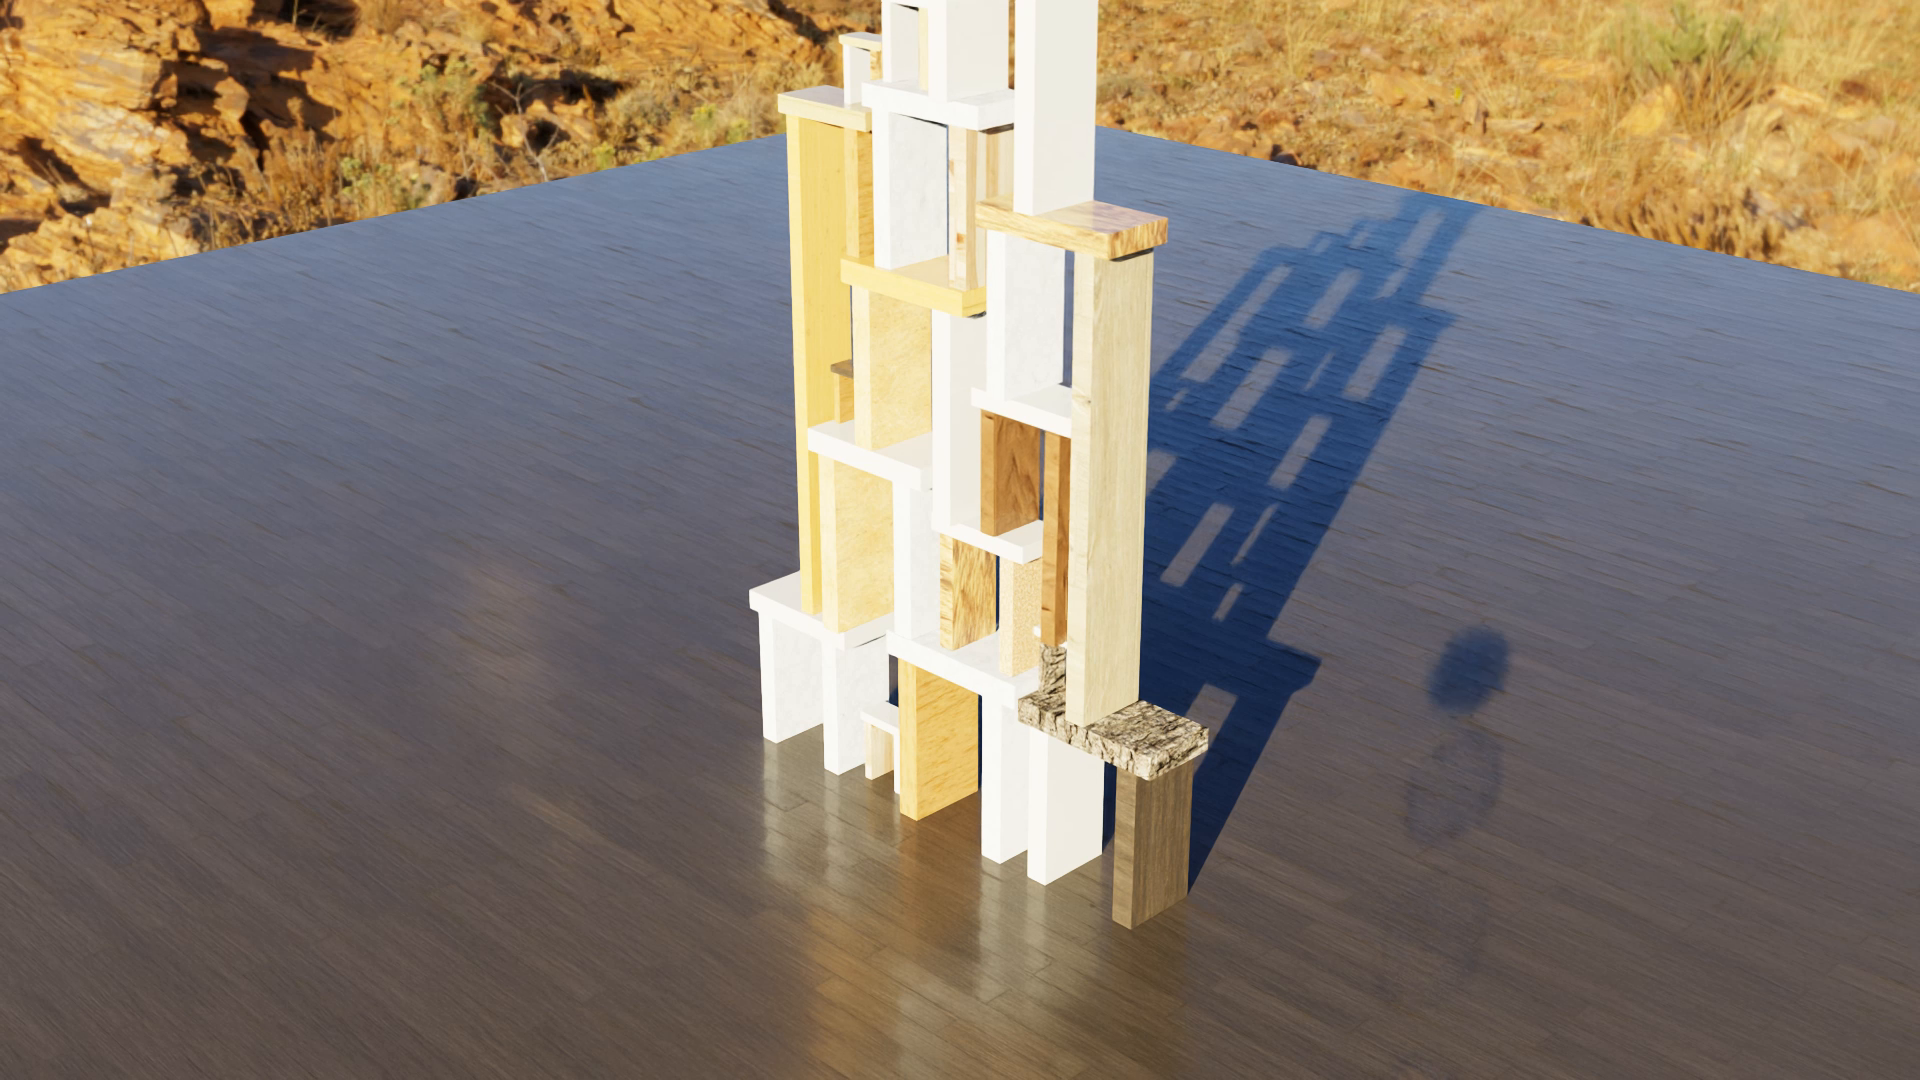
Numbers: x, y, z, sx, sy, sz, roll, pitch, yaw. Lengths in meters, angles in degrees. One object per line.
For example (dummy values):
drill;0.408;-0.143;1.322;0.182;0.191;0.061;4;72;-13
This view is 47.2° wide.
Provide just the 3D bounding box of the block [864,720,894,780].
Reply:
block;-0.167;0.428;4.585;0.019;0.131;0.066;21;31;41

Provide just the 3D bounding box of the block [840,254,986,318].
block;-0.053;-0.484;4.070;0.160;0.045;0.320;-21;31;-41

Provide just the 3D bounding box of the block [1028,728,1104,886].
block;0.204;0.482;4.209;0.046;0.325;0.162;21;31;41

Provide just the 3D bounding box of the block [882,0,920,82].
block;-0.106;-0.901;3.956;0.072;0.143;0.020;-21;31;-41

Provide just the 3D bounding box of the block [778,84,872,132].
block;-0.215;-0.809;4.115;0.242;0.034;0.121;21;31;41

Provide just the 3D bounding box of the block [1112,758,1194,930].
block;0.357;0.542;4.068;0.046;0.325;0.162;21;31;41

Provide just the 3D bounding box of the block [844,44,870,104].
block;-0.189;-0.864;4.063;0.015;0.108;0.054;21;31;40

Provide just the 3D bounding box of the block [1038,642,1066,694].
block;0.174;0.228;4.130;0.056;0.112;0.016;-21;32;-40

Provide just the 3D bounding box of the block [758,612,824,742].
block;-0.357;0.274;4.735;0.042;0.297;0.148;21;31;41

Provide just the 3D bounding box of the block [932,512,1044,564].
block;0.072;-0.020;4.136;0.238;0.034;0.119;21;31;41

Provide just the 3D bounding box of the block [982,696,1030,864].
block;0.122;0.439;4.281;0.049;0.348;0.174;21;31;41

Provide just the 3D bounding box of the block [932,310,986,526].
block;0.022;-0.243;4.090;0.045;0.413;0.160;21;31;41

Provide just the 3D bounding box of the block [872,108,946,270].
block;-0.091;-0.657;4.046;0.146;0.292;0.041;-21;31;-41

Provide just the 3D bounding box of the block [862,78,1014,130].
block;-0.022;-0.784;3.918;0.293;0.041;0.146;21;31;41

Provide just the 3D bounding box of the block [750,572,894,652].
block;-0.287;0.145;4.604;0.149;0.042;0.297;-21;31;-41

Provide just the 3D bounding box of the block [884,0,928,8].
block;-0.073;-0.963;3.893;0.072;0.020;0.143;-21;31;-40

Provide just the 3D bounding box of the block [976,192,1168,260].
block;0.190;-0.547;3.782;0.306;0.043;0.153;21;31;41

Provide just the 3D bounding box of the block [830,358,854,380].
block;-0.200;-0.331;4.307;0.103;0.015;0.051;21;31;40

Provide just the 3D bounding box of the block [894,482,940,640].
block;-0.055;0.020;4.287;0.045;0.319;0.160;21;31;41

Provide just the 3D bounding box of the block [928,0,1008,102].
block;0.015;-0.927;3.806;0.044;0.310;0.155;21;31;40

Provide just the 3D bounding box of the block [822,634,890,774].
block;-0.217;0.329;4.606;0.042;0.297;0.148;21;31;41

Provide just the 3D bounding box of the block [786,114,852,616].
block;-0.272;-0.341;4.376;0.121;1.031;0.034;-21;31;-41

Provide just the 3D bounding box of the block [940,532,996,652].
block;0.016;0.084;4.240;0.034;0.238;0.119;21;31;41

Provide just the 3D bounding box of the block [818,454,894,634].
block;-0.206;-0.012;4.437;0.160;0.378;0.045;-21;31;-41

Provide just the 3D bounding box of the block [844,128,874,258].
block;-0.158;-0.659;4.117;0.034;0.242;0.121;21;31;41

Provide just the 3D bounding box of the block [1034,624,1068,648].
block;0.198;0.177;4.085;0.056;0.016;0.113;-21;31;-40

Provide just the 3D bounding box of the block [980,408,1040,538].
block;0.093;-0.139;4.060;0.122;0.244;0.035;-21;31;-41

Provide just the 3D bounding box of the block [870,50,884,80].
block;-0.138;-0.844;4.016;0.054;0.108;0.015;-21;31;-41

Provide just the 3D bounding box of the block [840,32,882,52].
block;-0.164;-0.911;4.015;0.108;0.015;0.054;21;31;40

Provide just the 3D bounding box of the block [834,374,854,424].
block;-0.224;-0.287;4.353;0.015;0.103;0.051;21;31;41

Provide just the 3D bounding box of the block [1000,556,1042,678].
block;0.128;0.127;4.137;0.119;0.238;0.034;-21;31;-41

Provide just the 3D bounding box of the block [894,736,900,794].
block;-0.105;0.452;4.528;0.019;0.131;0.066;21;31;41

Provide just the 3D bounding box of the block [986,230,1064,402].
block;0.117;-0.414;3.917;0.153;0.306;0.043;-21;31;-40

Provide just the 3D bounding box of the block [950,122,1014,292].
block;0.047;-0.603;3.920;0.041;0.292;0.146;21;31;40

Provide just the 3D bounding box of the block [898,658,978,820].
block;-0.042;0.374;4.433;0.049;0.348;0.174;21;31;41

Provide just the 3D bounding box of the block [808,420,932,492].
block;-0.130;-0.177;4.285;0.319;0.045;0.160;21;31;41

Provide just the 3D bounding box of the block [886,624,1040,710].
block;0.040;0.223;4.279;0.348;0.049;0.174;21;31;41

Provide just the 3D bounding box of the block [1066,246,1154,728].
block;0.263;-0.092;3.897;0.043;0.883;0.153;21;31;41

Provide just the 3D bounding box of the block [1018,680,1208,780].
block;0.280;0.341;4.066;0.325;0.046;0.162;21;31;41

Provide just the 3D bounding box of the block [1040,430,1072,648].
block;0.204;-0.015;3.988;0.122;0.414;0.035;-21;31;-41

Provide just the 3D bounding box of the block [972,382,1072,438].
block;0.149;-0.245;3.952;0.122;0.035;0.244;-21;31;-40

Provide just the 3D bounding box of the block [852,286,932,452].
block;-0.129;-0.345;4.211;0.045;0.320;0.160;21;31;41

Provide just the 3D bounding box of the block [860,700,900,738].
block;-0.136;0.371;4.527;0.131;0.019;0.066;21;31;41

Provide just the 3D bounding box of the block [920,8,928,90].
block;-0.039;-0.874;3.894;0.072;0.143;0.020;-21;31;-40

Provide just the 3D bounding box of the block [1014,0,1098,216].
block;0.162;-0.796;3.706;0.044;0.474;0.155;21;31;41
